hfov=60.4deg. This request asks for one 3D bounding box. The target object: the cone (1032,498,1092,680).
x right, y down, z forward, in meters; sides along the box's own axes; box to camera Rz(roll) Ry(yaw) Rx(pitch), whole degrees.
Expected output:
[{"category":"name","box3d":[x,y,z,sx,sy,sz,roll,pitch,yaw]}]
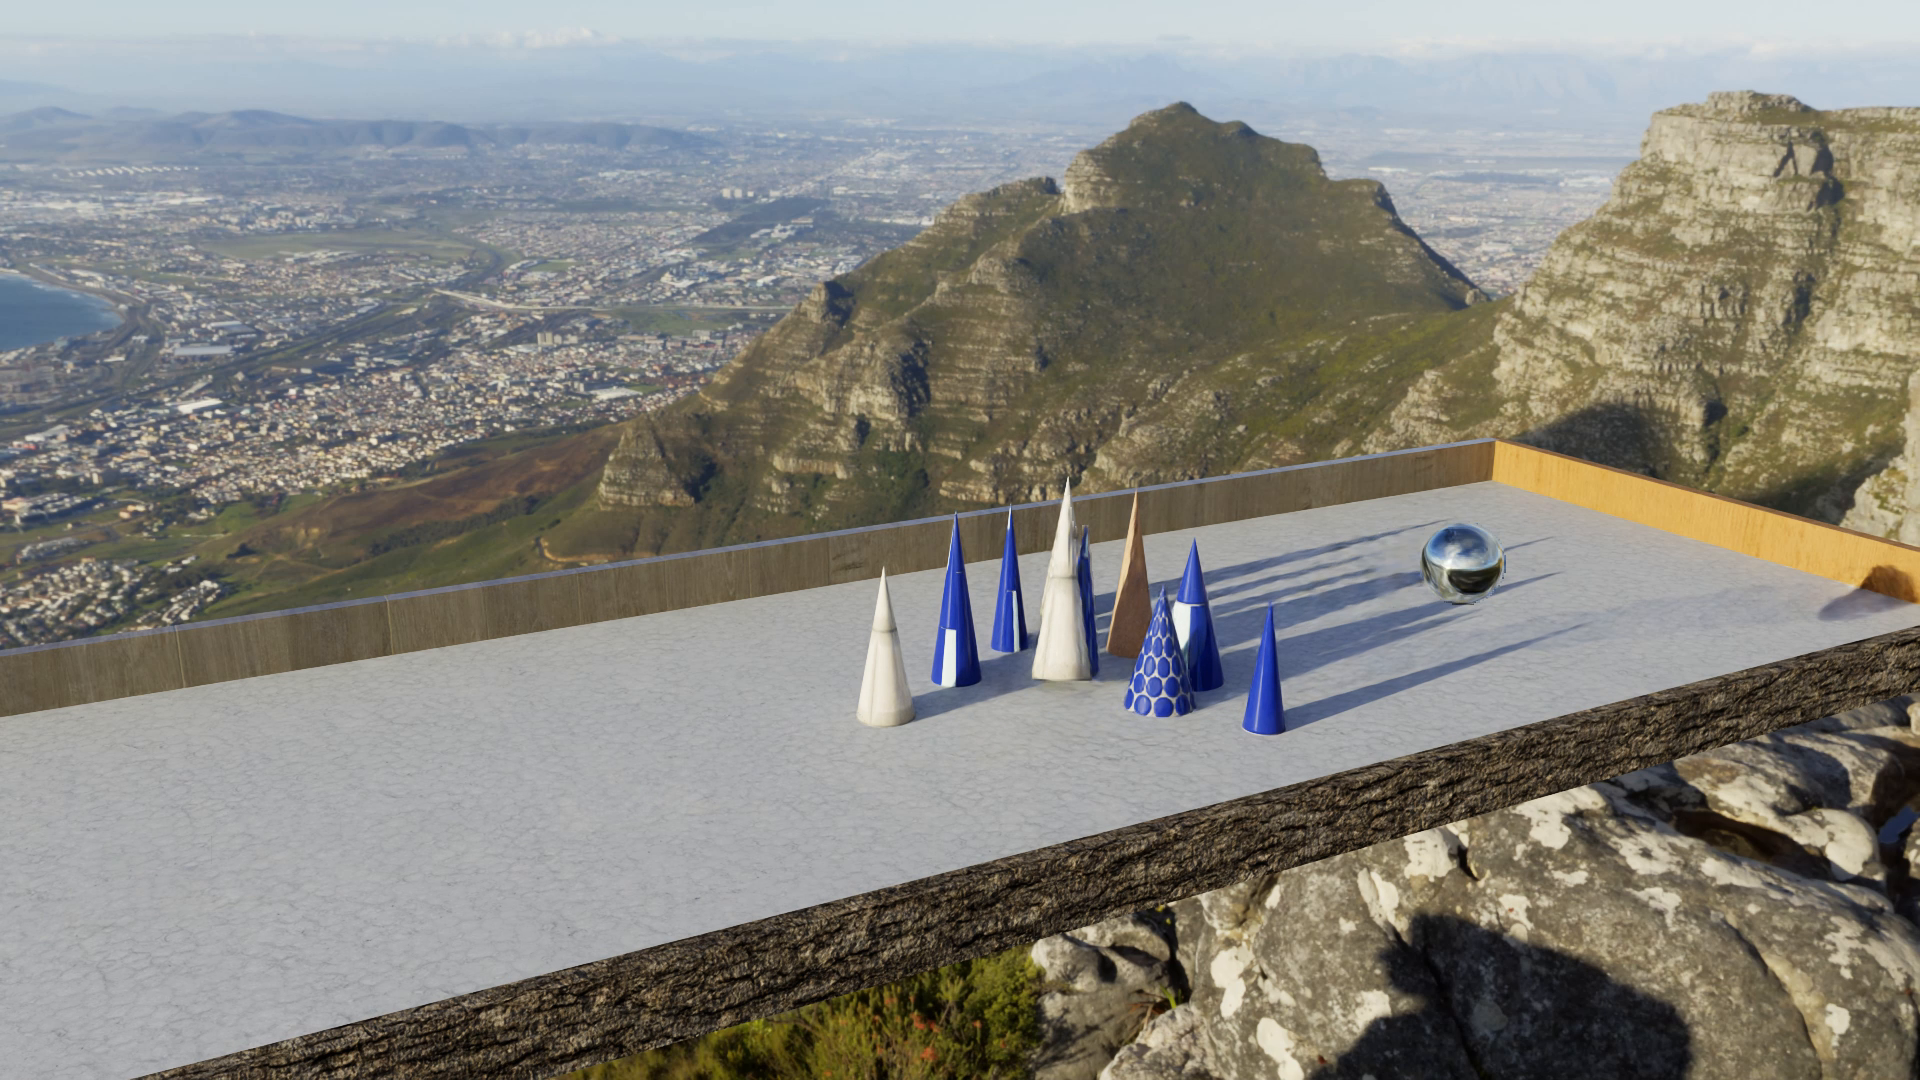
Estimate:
[{"category":"cone","box3d":[0.260,0.117,4.106,0.151,0.455,0.151,2,0,0]}]

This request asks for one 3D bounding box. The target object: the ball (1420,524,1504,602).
[{"category":"ball","box3d":[1.083,0.050,3.560,0.172,0.172,0.172,0,16,0]}]

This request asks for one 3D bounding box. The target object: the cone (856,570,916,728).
[{"category":"cone","box3d":[-0.177,0.239,3.876,0.141,0.376,0.141,0,16,0]}]

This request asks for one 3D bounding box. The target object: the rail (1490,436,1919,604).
[{"category":"rail","box3d":[2.466,-0.048,5.253,0.050,0.150,2.100,-9,18,-27]}]

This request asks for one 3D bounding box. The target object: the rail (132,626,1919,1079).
[{"category":"rail","box3d":[-2.336,1.006,1.665,12.000,0.150,0.050,-9,18,-27]}]

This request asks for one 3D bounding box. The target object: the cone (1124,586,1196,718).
[{"category":"cone","box3d":[0.484,0.250,3.959,0.177,0.307,0.177,0,16,0]}]

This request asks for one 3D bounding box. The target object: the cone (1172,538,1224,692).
[{"category":"cone","box3d":[0.578,0.171,4.111,0.179,0.373,0.179,0,16,0]}]

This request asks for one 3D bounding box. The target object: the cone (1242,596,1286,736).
[{"category":"cone","box3d":[0.711,0.284,3.816,0.101,0.323,0.101,0,16,0]}]

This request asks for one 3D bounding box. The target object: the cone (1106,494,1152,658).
[{"category":"cone","box3d":[0.454,0.078,4.307,0.132,0.441,0.132,0,16,0]}]

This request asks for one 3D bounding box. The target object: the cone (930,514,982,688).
[{"category":"cone","box3d":[-0.010,0.136,4.106,0.129,0.444,0.129,0,16,0]}]

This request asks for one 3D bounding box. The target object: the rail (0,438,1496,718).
[{"category":"rail","box3d":[-3.305,0.497,3.399,12.000,0.150,0.050,-9,18,-27]}]

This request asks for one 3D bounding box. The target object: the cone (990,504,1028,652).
[{"category":"cone","box3d":[0.132,0.092,4.340,0.102,0.396,0.102,0,16,0]}]

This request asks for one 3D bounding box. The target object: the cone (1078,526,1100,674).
[{"category":"cone","box3d":[0.310,0.140,4.178,0.109,0.388,0.109,2,13,0]}]

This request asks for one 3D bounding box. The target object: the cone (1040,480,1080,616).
[{"category":"cone","box3d":[0.298,0.014,4.603,0.146,0.397,0.146,0,16,0]}]
